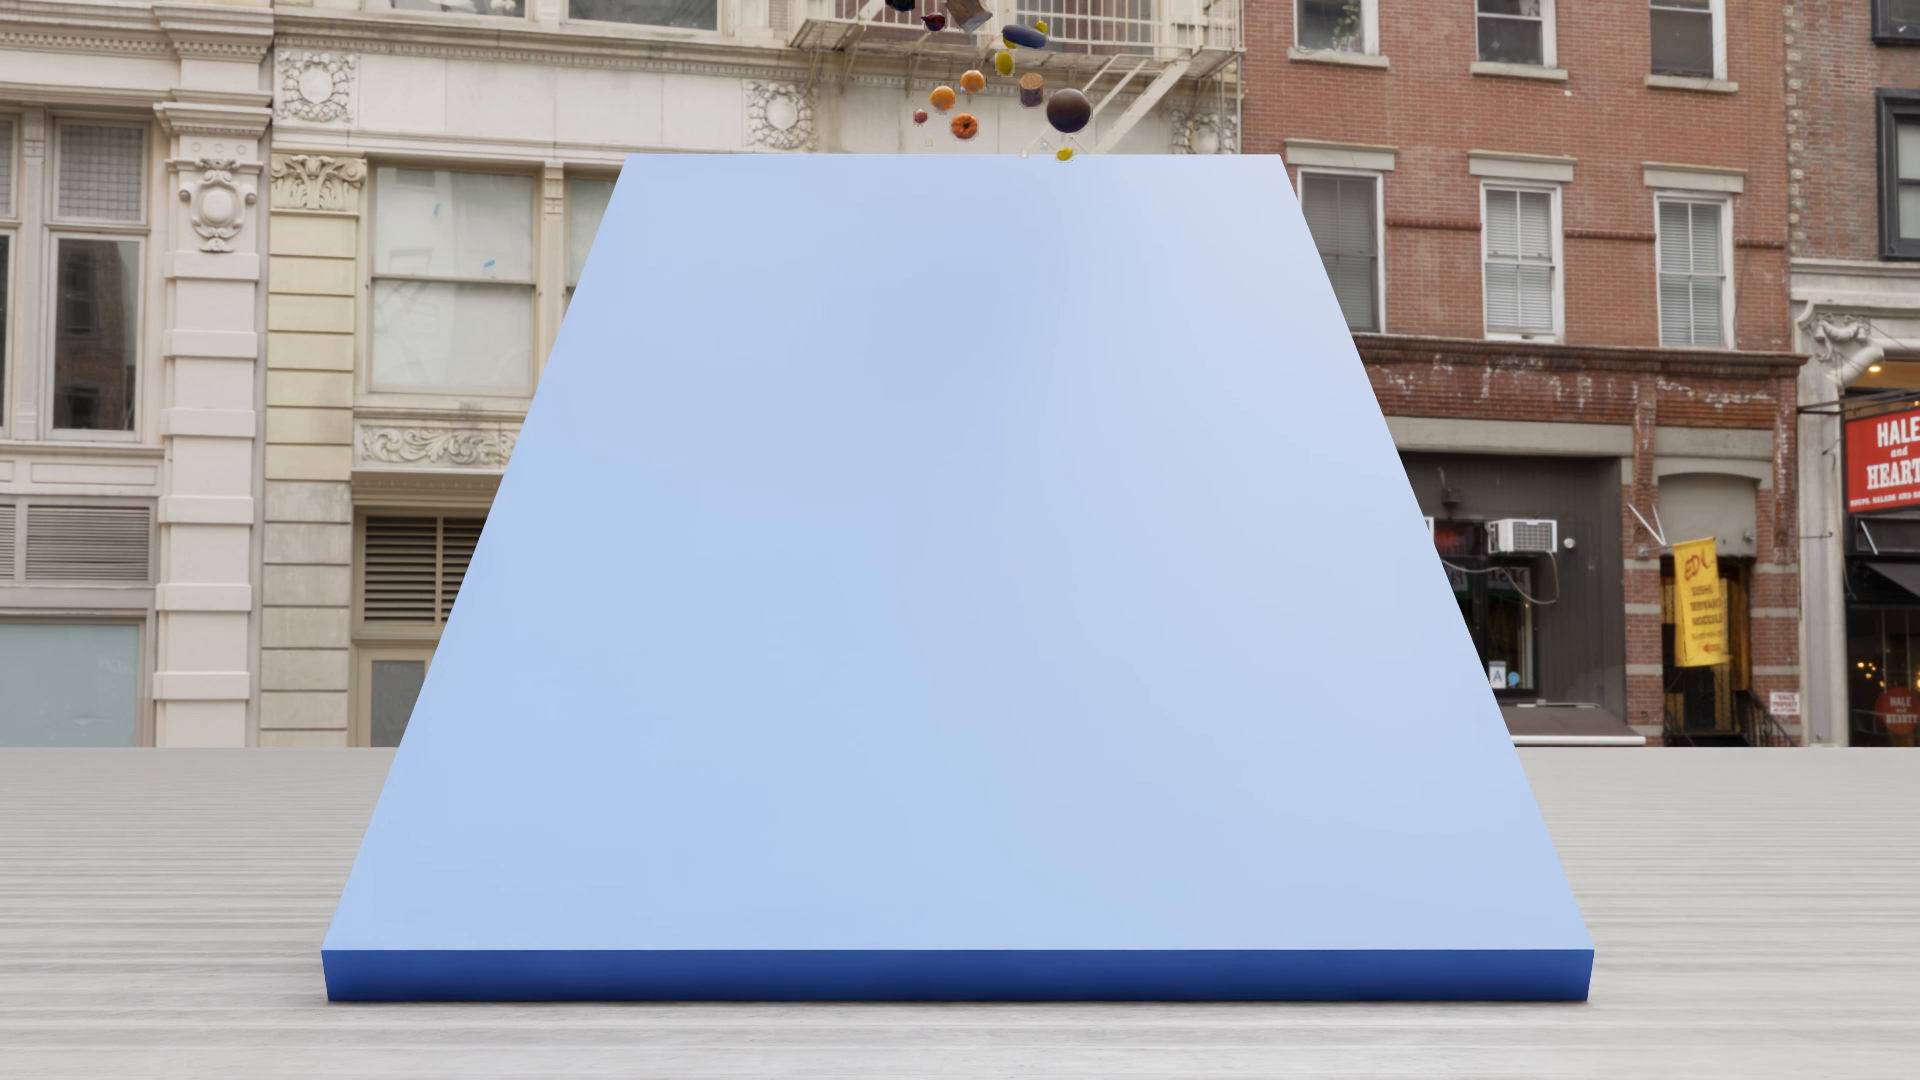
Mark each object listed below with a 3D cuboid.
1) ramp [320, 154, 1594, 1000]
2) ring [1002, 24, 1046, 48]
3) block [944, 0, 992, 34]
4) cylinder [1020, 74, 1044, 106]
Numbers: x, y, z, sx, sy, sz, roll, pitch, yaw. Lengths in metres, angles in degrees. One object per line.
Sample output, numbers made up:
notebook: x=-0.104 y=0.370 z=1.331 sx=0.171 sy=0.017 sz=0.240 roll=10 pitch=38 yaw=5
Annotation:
ramp: x=-0.011 y=-0.226 z=5.528 sx=2.000 sy=0.100 sz=4.000 roll=0 pitch=27 yaw=0
ring: x=0.185 y=-1.451 z=6.836 sx=0.133 sy=0.044 sz=0.133 roll=15 pitch=5 yaw=-1
block: x=0.026 y=-1.585 z=7.094 sx=0.090 sy=0.090 sz=0.090 roll=-35 pitch=-12 yaw=15
cylinder: x=0.217 y=-1.363 z=7.189 sx=0.071 sy=0.071 sz=0.071 roll=0 pitch=-35 yaw=3
